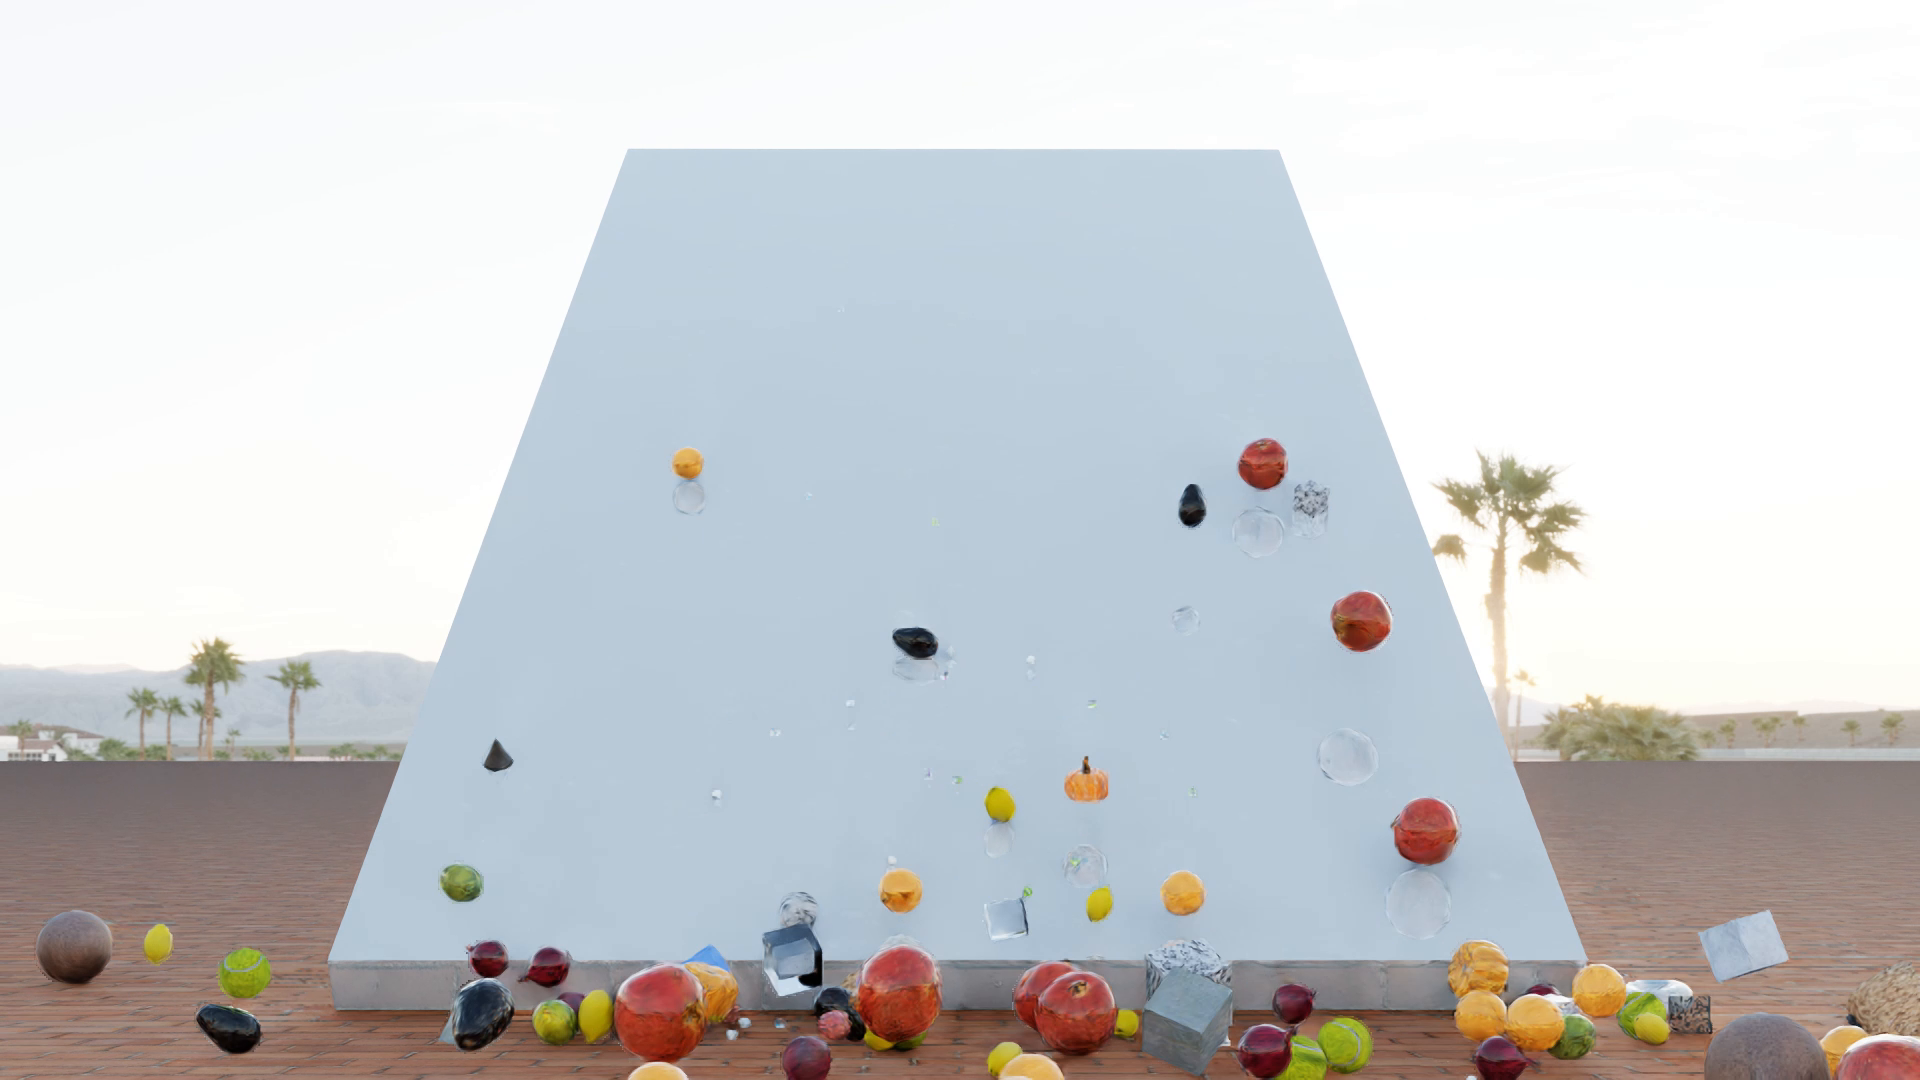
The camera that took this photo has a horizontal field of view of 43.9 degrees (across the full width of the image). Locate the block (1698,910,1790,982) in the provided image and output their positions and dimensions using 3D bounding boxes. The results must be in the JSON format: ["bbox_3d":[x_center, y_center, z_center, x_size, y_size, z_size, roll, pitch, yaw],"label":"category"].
[{"bbox_3d":[1.210,0.628,3.683,0.080,0.080,0.080,-7,-19,-31],"label":"block"}]

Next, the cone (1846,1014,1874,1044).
[{"bbox_3d":[1.285,0.687,3.409,0.059,0.059,0.059,1,1,-16],"label":"cone"}]

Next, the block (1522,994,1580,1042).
[{"bbox_3d":[0.833,0.674,3.362,0.055,0.055,0.055,2,-2,-28],"label":"block"}]

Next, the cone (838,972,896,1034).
[{"bbox_3d":[-0.158,0.707,3.531,0.095,0.095,0.095,-3,21,29],"label":"cone"}]

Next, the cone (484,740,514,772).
[{"bbox_3d":[-0.829,0.377,4.269,0.054,0.054,0.054,0,28,0],"label":"cone"}]

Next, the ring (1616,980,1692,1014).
[{"bbox_3d":[1.106,0.729,3.801,0.121,0.040,0.121,-5,0,0],"label":"ring"}]

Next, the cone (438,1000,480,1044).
[{"bbox_3d":[-0.719,0.689,3.422,0.059,0.059,0.059,0,-5,0],"label":"cone"}]

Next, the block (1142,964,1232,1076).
[{"bbox_3d":[0.290,0.615,3.051,0.083,0.083,0.083,20,43,25],"label":"block"}]

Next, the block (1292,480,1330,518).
[{"bbox_3d":[0.760,-0.090,5.160,0.055,0.055,0.055,22,35,35],"label":"block"}]

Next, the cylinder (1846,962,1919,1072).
[{"bbox_3d":[1.110,0.561,2.807,0.091,0.091,0.091,-19,-37,-15],"label":"cylinder"}]

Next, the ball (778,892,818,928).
[{"bbox_3d":[-0.260,0.598,3.841,0.065,0.065,0.065,0,-5,0],"label":"ball"}]

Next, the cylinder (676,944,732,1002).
[{"bbox_3d":[-0.382,0.645,3.551,0.060,0.060,0.060,-35,-8,3],"label":"cylinder"}]

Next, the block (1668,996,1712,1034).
[{"bbox_3d":[1.060,0.691,3.463,0.055,0.055,0.055,-3,-12,13],"label":"block"}]

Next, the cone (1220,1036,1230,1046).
[{"bbox_3d":[0.351,0.681,3.383,0.067,0.067,0.067,0,-5,0],"label":"cone"}]

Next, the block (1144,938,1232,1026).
[{"bbox_3d":[0.332,0.652,3.465,0.094,0.094,0.094,-11,21,-15],"label":"block"}]

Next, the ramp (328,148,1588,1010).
[{"bbox_3d":[-0.011,-0.223,5.574,2.000,0.100,4.000,0,28,0],"label":"ramp"}]

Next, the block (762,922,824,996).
[{"bbox_3d":[-0.261,0.655,3.726,0.072,0.072,0.072,-11,30,-20],"label":"block"}]
